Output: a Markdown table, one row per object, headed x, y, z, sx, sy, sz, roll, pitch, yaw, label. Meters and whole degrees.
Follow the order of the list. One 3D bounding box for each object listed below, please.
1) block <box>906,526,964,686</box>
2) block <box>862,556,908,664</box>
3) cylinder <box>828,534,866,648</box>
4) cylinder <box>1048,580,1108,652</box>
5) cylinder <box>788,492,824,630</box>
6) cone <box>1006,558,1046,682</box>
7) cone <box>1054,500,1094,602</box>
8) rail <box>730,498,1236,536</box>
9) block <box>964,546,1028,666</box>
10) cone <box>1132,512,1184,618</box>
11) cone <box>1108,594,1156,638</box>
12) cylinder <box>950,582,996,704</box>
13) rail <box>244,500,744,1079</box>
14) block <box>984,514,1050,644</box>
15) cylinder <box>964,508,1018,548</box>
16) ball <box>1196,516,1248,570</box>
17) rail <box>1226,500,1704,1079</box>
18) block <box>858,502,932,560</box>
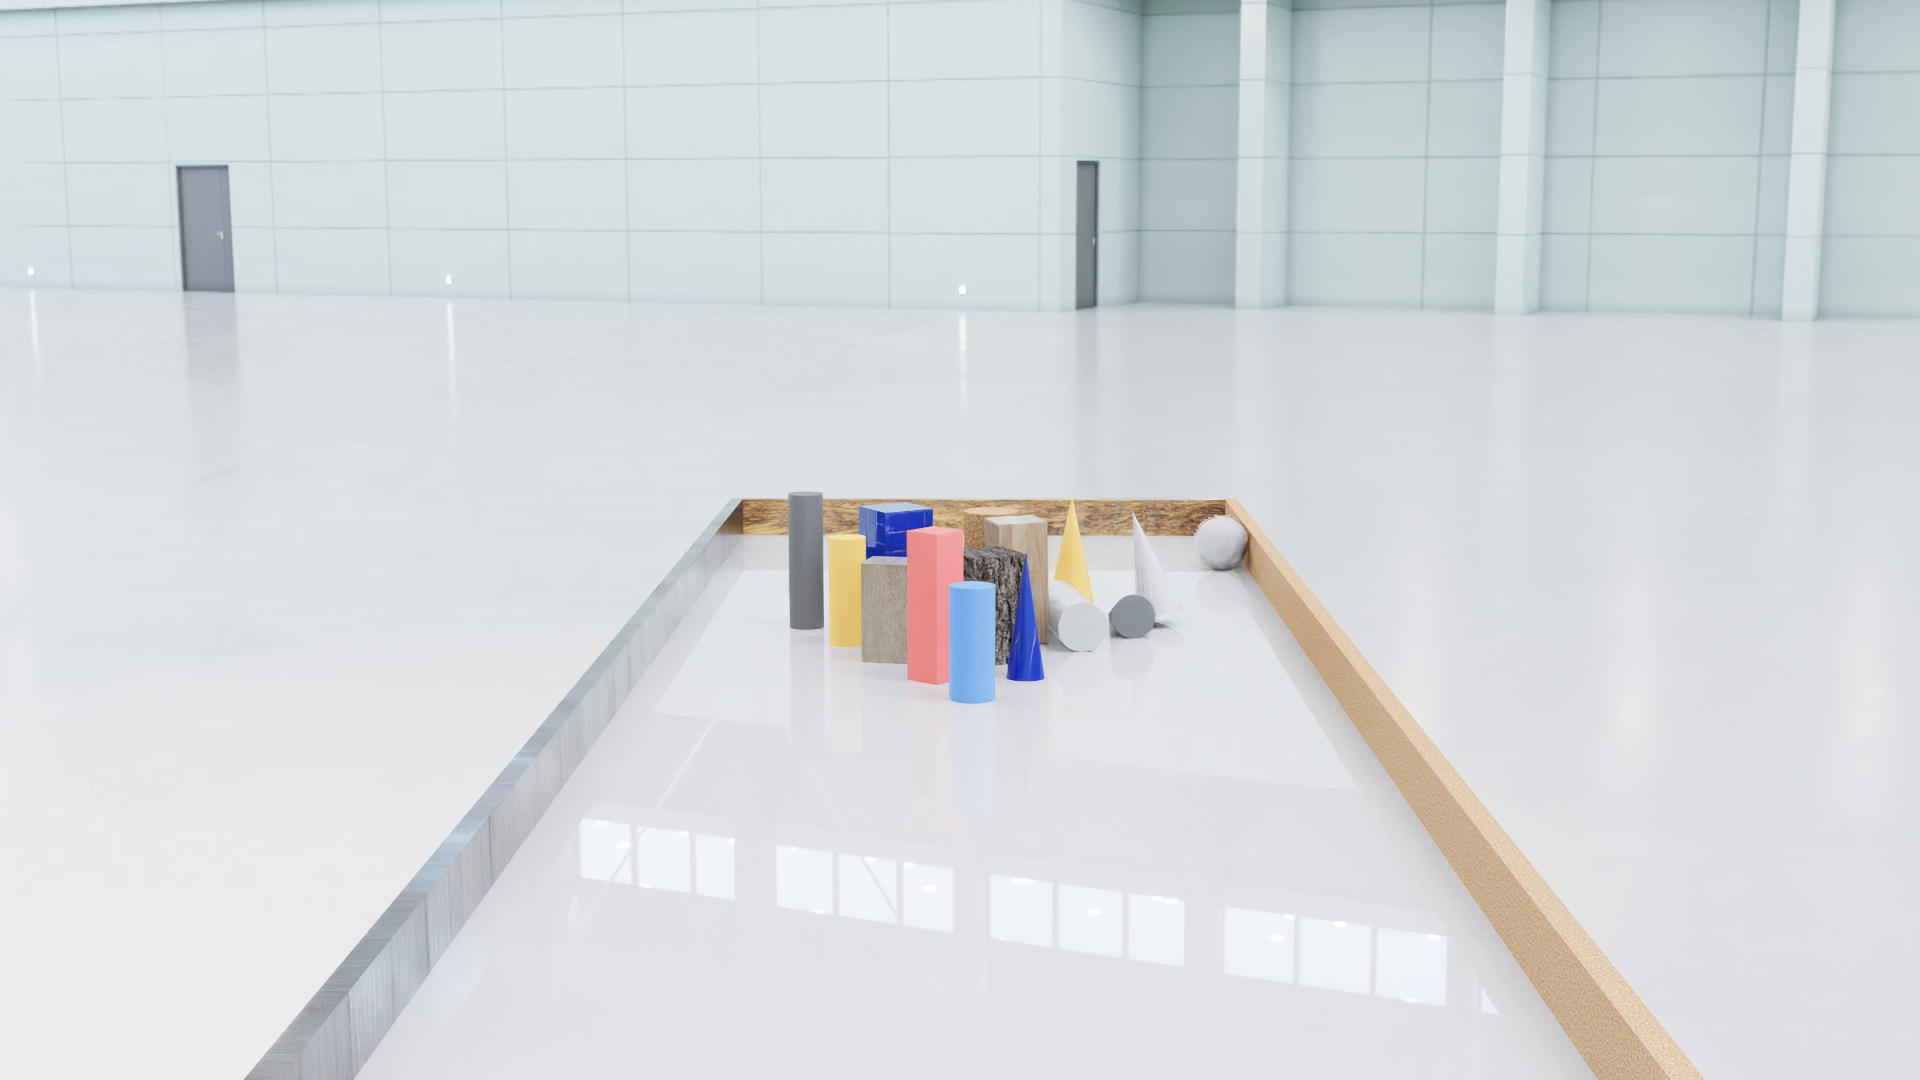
| x | y | z | sx | sy | sz | roll | pitch | yaw | label |
| --- | --- | --- | --- | --- | --- | --- | --- | --- | --- |
| -0.072 | 0.190 | 6.406 | 0.116 | 0.440 | 0.116 | 8 | 12 | 40 | block |
| -0.213 | 0.212 | 6.702 | 0.144 | 0.303 | 0.144 | 2 | 9 | 12 | block |
| -0.354 | 0.159 | 6.922 | 0.117 | 0.340 | 0.117 | 0 | 9 | 0 | cylinder |
| 0.348 | 0.239 | 7.003 | 0.156 | 0.156 | 0.401 | -1 | 9 | -9 | cylinder |
| -0.502 | 0.067 | 7.183 | 0.113 | 0.440 | 0.113 | 0 | 9 | 0 | cylinder |
| 0.192 | 0.221 | 6.434 | 0.116 | 0.370 | 0.116 | 0 | 9 | 0 | cone |
| 0.373 | 0.055 | 7.352 | 0.175 | 0.409 | 0.175 | 0 | 9 | 0 | cone |
| 0.099 | -0.098 | 9.147 | 2.100 | 0.150 | 0.050 | 0 | 9 | 1 | rail |
| 0.084 | 0.201 | 6.684 | 0.180 | 0.331 | 0.180 | -4 | 10 | -23 | block |
| 0.615 | 0.079 | 7.254 | 0.167 | 0.358 | 0.167 | -14 | -6 | -2 | cone |
| 0.528 | 0.246 | 7.233 | 0.141 | 0.141 | 0.423 | -1 | 0 | -7 | cone |
| 0.034 | 0.286 | 6.168 | 0.130 | 0.324 | 0.130 | 0 | 9 | 0 | cylinder |
| -1.004 | 0.839 | 3.234 | 0.050 | 0.150 | 12.000 | 0 | 9 | 1 | rail |
| 0.180 | 0.127 | 6.967 | 0.159 | 0.386 | 0.159 | -4 | 10 | -16 | block |
| 0.101 | 0.095 | 7.186 | 0.176 | 0.384 | 0.176 | 0 | 9 | 0 | cylinder |
| 0.989 | 0.011 | 8.305 | 0.198 | 0.198 | 0.198 | 0 | 9 | 0 | ball |
| 1.046 | 0.843 | 3.208 | 0.050 | 0.150 | 12.000 | 0 | 9 | 1 | rail |
| -0.209 | 0.089 | 7.183 | 0.177 | 0.395 | 0.177 | -5 | 10 | -31 | block |
